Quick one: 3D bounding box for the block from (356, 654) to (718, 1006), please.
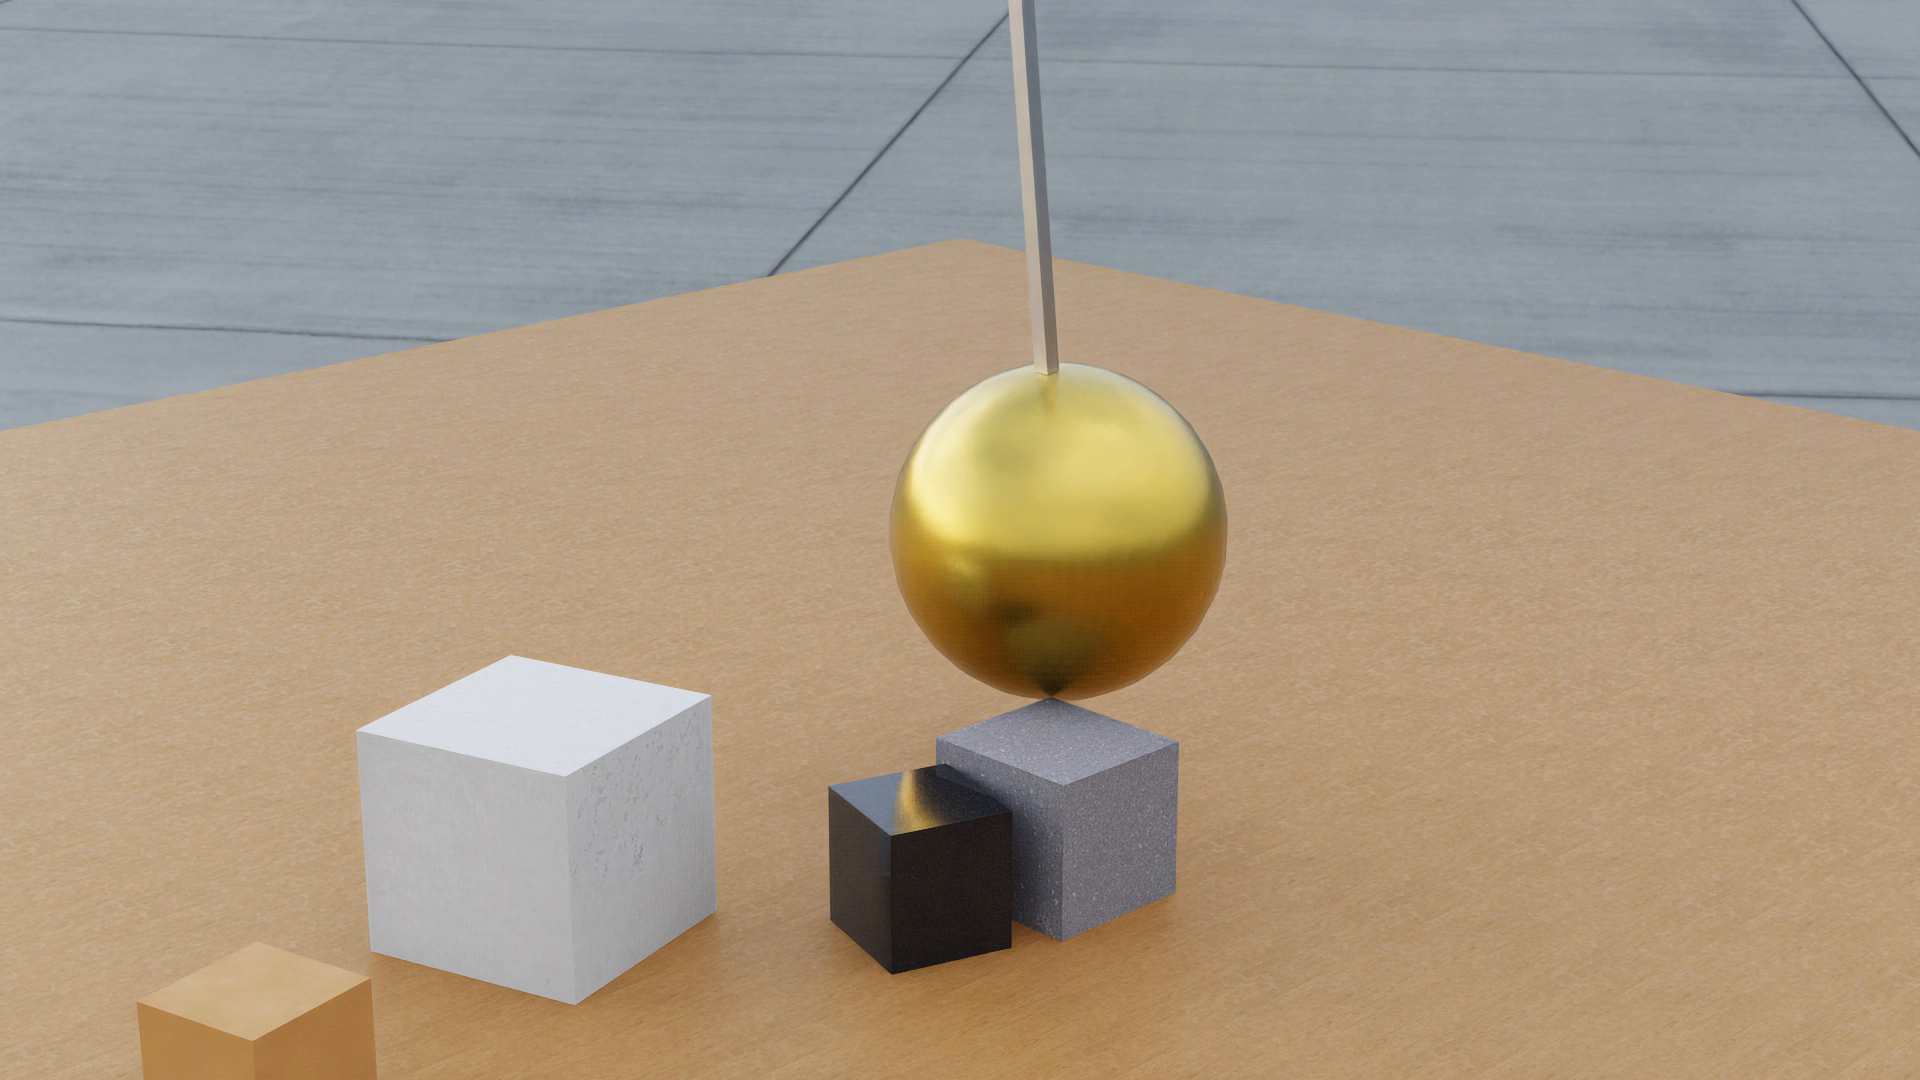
[{"bbox_3d":[-1.817,1.227,12.735,1.083,1.022,1.074,9,20,27],"label":"block"}]

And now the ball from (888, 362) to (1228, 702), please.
[{"bbox_3d":[0.463,-0.040,13.815,1.600,1.600,1.600,0,17,0],"label":"ball"}]

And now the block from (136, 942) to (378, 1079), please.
[{"bbox_3d":[-2.615,1.977,10.969,0.591,0.651,0.606,11,20,31],"label":"block"}]

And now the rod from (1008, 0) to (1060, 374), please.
[{"bbox_3d":[0.201,-3.186,12.551,0.080,5.200,0.080,17,30,42],"label":"rod"}]

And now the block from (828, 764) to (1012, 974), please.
[{"bbox_3d":[-0.176,1.421,12.757,0.577,0.639,0.621,-9,19,-26],"label":"block"}]

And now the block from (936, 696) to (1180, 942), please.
[{"bbox_3d":[0.434,1.238,13.185,0.740,0.731,0.793,-16,24,-42],"label":"block"}]
